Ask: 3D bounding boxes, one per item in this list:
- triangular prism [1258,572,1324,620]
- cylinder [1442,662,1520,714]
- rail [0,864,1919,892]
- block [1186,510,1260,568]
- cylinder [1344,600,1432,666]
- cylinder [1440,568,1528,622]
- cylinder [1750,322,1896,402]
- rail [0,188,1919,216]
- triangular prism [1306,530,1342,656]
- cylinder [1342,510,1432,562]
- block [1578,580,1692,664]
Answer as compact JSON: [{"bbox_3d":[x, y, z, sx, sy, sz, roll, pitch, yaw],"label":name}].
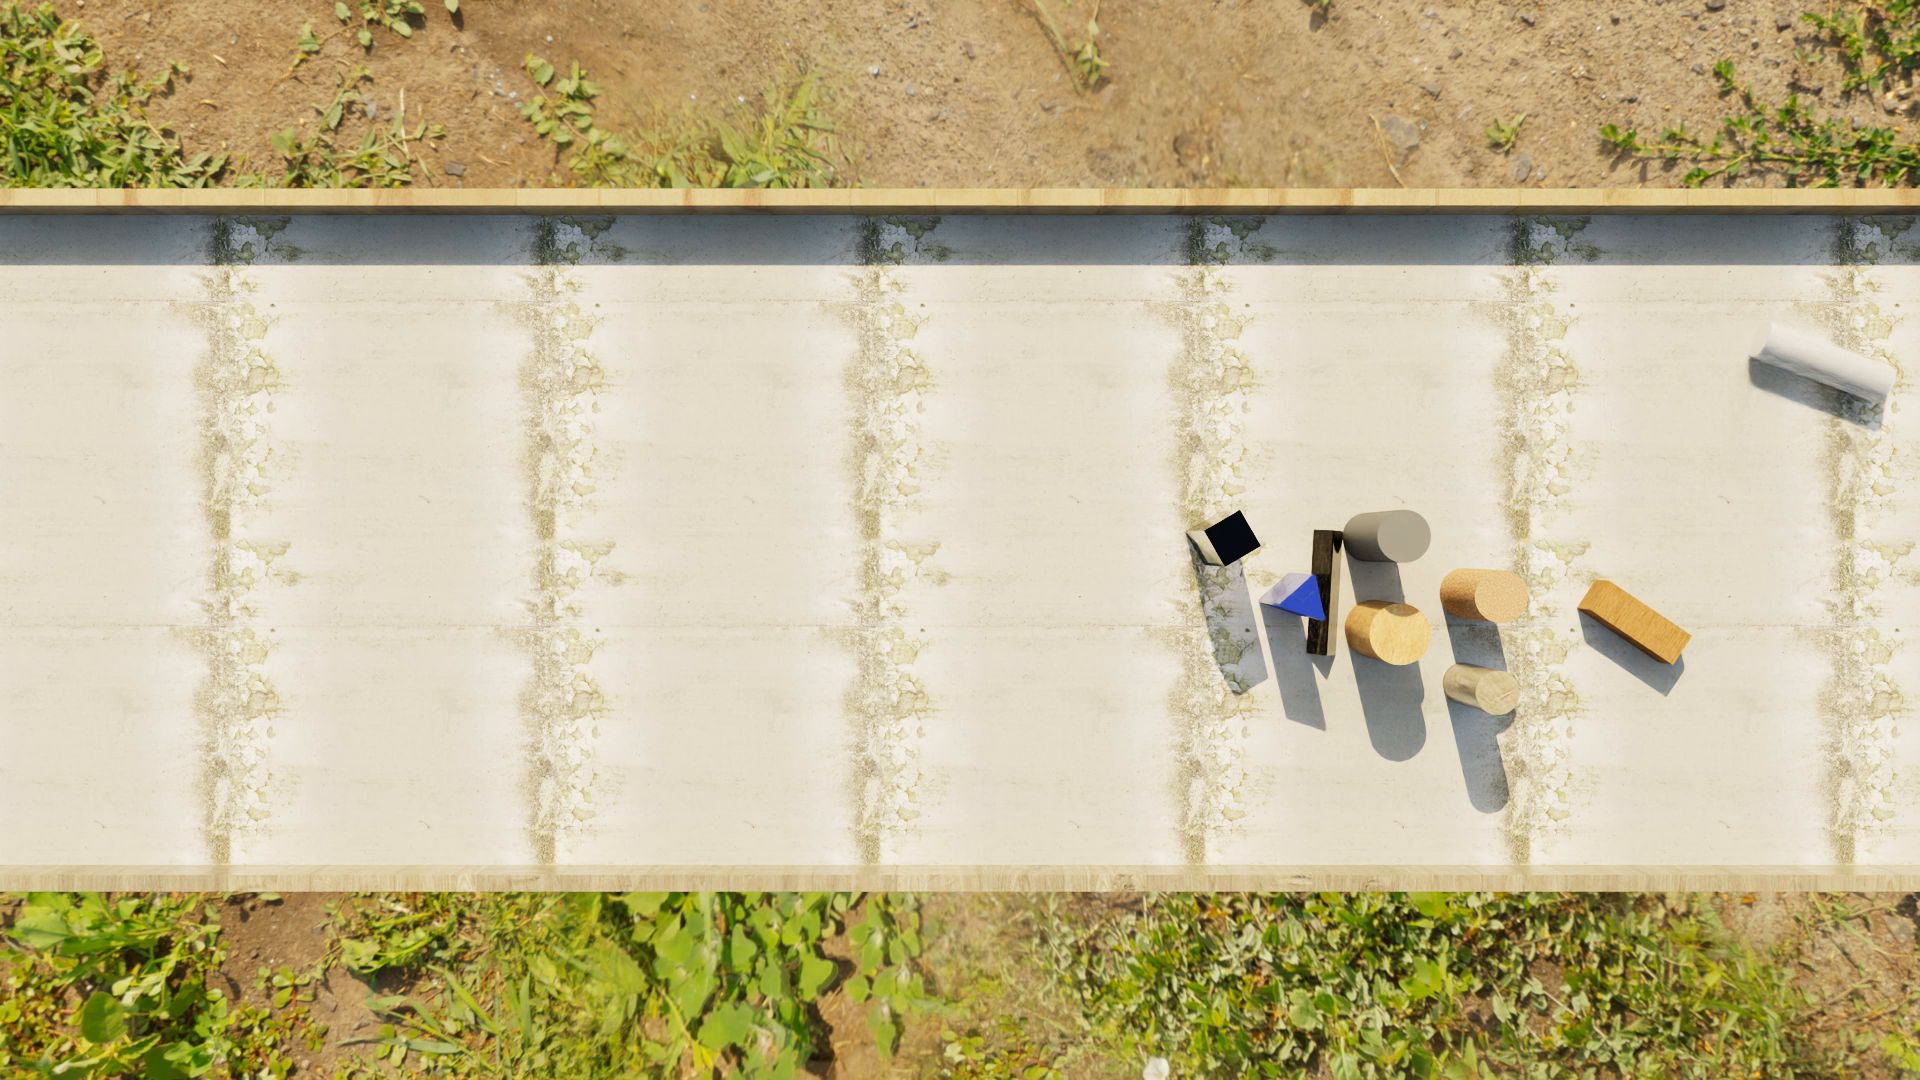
[{"bbox_3d":[0.999,0.154,4.904,0.132,0.345,0.115,18,90,0],"label":"triangular prism"},{"bbox_3d":[1.549,0.440,4.913,0.127,0.326,0.127,0,90,0],"label":"cylinder"},{"bbox_3d":[-2.247,1.025,5.001,12.000,0.150,0.050,0,90,0],"label":"rail"},{"bbox_3d":[0.774,-0.005,4.880,0.119,0.393,0.119,-30,90,0],"label":"block"},{"bbox_3d":[1.273,0.272,4.922,0.178,0.309,0.178,0,90,0],"label":"cylinder"},{"bbox_3d":[1.552,0.162,4.902,0.152,0.348,0.152,0,90,0],"label":"cylinder"},{"bbox_3d":[2.623,-0.541,5.020,0.400,0.114,0.114,20,90,0],"label":"cylinder"},{"bbox_3d":[-2.247,-1.025,5.002,12.000,0.150,0.050,0,90,0],"label":"rail"},{"bbox_3d":[1.121,0.160,5.036,0.088,0.076,0.381,3,90,0],"label":"triangular prism"},{"bbox_3d":[1.248,-0.010,4.845,0.150,0.460,0.150,0,90,1],"label":"cylinder"},{"bbox_3d":[2.053,0.249,5.024,0.301,0.105,0.105,34,90,0],"label":"block"}]
